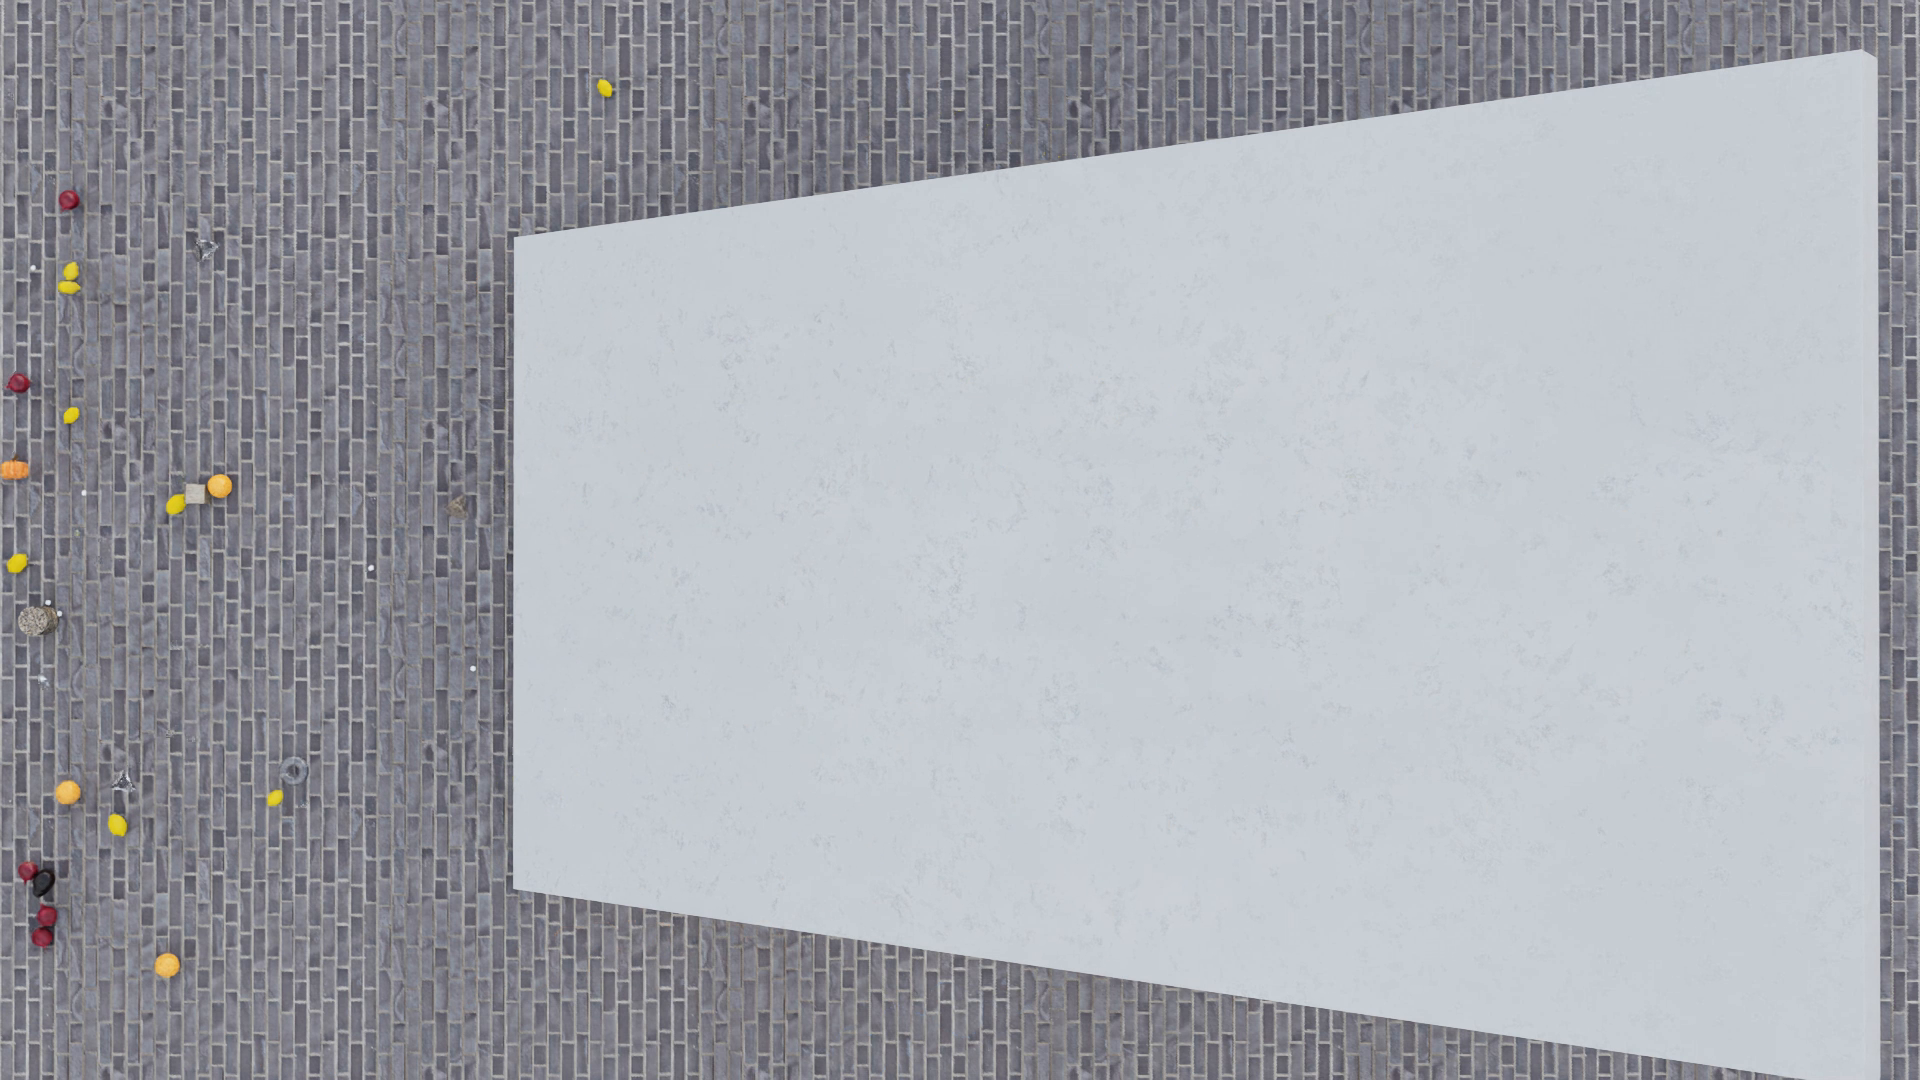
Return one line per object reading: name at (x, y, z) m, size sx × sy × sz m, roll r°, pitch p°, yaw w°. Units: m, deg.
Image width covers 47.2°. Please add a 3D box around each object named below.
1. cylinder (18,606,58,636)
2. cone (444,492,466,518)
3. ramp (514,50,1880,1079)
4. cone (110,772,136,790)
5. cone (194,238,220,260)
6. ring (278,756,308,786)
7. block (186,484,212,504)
cylinder at (-2.842, 0.249, 6.783) m, size 0.089 × 0.089 × 0.089 m, roll 0°, pitch 90°, yaw 0°
cone at (-1.552, -0.116, 6.813) m, size 0.073 × 0.073 × 0.073 m, roll 15°, pitch 63°, yaw 0°
ramp at (0.216, 0.062, 5.531) m, size 4.000 × 0.100 × 2.000 m, roll 0°, pitch 90°, yaw 39°
cone at (-2.581, 0.760, 6.809) m, size 0.067 × 0.067 × 0.067 m, roll 36°, pitch 90°, yaw -33°
cone at (-2.329, -0.908, 6.818) m, size 0.072 × 0.072 × 0.072 m, roll -15°, pitch 90°, yaw -30°
ring at (-2.063, 0.715, 6.809) m, size 0.095 × 0.032 × 0.095 m, roll 0°, pitch 88°, yaw 1°
block at (-2.356, -0.142, 6.801) m, size 0.058 × 0.058 × 0.058 m, roll 1°, pitch 90°, yaw 0°
